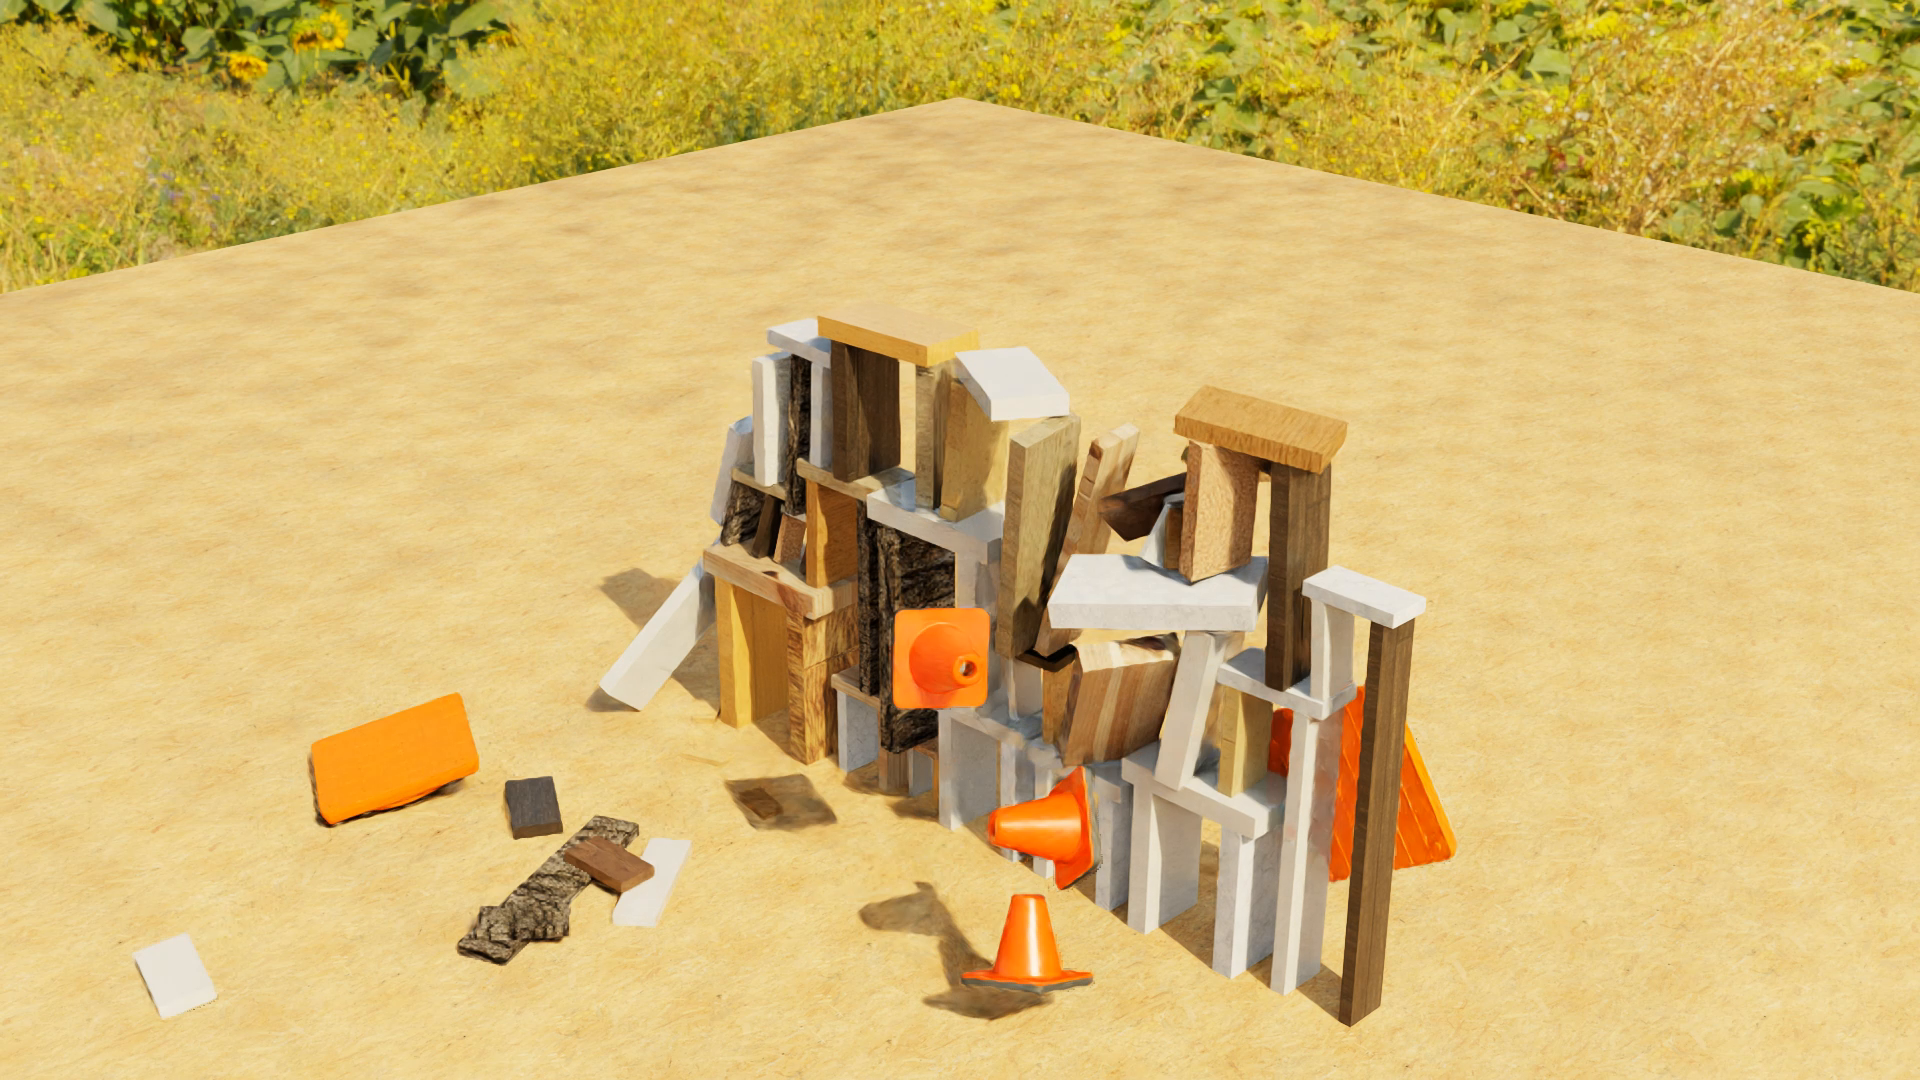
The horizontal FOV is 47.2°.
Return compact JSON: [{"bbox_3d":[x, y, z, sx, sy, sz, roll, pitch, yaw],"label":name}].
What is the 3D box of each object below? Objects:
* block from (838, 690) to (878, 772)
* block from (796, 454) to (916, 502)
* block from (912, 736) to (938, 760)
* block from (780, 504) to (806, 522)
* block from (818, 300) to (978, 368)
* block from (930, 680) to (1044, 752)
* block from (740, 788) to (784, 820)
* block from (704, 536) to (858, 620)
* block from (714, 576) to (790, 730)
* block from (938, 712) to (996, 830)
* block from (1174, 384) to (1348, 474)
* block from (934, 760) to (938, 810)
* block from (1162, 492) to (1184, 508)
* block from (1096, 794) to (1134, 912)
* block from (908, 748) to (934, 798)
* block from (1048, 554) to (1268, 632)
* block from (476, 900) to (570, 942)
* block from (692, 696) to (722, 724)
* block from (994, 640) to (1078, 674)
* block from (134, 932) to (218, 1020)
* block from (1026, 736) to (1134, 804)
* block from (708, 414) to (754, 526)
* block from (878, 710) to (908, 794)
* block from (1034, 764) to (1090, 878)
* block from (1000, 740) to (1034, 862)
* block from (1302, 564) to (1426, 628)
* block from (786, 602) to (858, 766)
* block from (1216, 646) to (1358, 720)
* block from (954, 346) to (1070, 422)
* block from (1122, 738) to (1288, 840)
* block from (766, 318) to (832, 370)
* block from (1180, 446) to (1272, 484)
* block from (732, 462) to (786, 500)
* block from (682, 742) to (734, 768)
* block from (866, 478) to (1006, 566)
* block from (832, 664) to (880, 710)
[{"bbox_3d":[-0.213,0.386,4.613,0.026,0.185,0.093,21,31,41],"label":"block"},{"bbox_3d":[-0.204,-0.130,4.394,0.118,0.033,0.236,-21,31,-40],"label":"block"},{"bbox_3d":[-0.055,0.418,4.467,0.056,0.016,0.112,-21,31,-41],"label":"block"},{"bbox_3d":[-0.310,-0.057,4.545,0.118,0.017,0.059,23,30,40],"label":"block"},{"bbox_3d":[-0.119,-0.396,4.190,0.287,0.041,0.144,20,30,38],"label":"block"},{"bbox_3d":[0.076,0.331,4.282,0.255,0.036,0.127,21,31,41],"label":"block"},{"bbox_3d":[-0.405,0.536,4.479,0.050,0.014,0.099,-14,27,-30],"label":"block"},{"bbox_3d":[-0.361,0.067,4.640,0.351,0.050,0.175,21,31,41],"label":"block"},{"bbox_3d":[-0.443,0.220,4.794,0.050,0.351,0.175,21,31,40],"label":"block"},{"bbox_3d":[0.016,0.442,4.394,0.036,0.255,0.127,21,31,41],"label":"block"},{"bbox_3d":[0.488,-0.182,3.568,0.251,0.036,0.126,17,34,21],"label":"block"},{"bbox_3d":[-0.028,0.488,4.467,0.056,0.112,0.016,-21,31,-41],"label":"block"},{"bbox_3d":[0.396,-0.064,3.713,0.051,0.015,0.103,26,-21,-32],"label":"block"},{"bbox_3d":[0.310,0.565,4.122,0.120,0.240,0.034,-21,30,-40],"label":"block"},{"bbox_3d":[-0.081,0.467,4.516,0.016,0.112,0.056,21,31,41],"label":"block"},{"bbox_3d":[0.339,0.088,3.730,0.346,0.049,0.173,0,28,18],"label":"block"},{"bbox_3d":[-0.797,0.697,4.018,0.164,0.023,0.082,-3,23,-7],"label":"block"},{"bbox_3d":[-0.553,0.377,4.855,0.049,0.014,0.099,4,23,8],"label":"block"},{"bbox_3d":[0.143,0.205,4.125,0.147,0.021,0.073,19,34,37],"label":"block"},{"bbox_3d":[-1.390,0.770,3.894,0.097,0.027,0.193,-21,30,-25],"label":"block"},{"bbox_3d":[0.252,0.416,4.120,0.120,0.034,0.240,-21,30,-39],"label":"block"},{"bbox_3d":[-0.457,-0.162,4.710,0.038,0.267,0.134,38,46,20],"label":"block"},{"bbox_3d":[-0.125,0.421,4.532,0.026,0.185,0.093,21,31,41],"label":"block"},{"bbox_3d":[0.196,0.520,4.227,0.120,0.240,0.034,-21,31,-40],"label":"block"},{"bbox_3d":[0.136,0.489,4.283,0.036,0.255,0.127,21,31,41],"label":"block"},{"bbox_3d":[0.653,0.091,3.555,0.089,0.025,0.178,-22,32,-40],"label":"block"},{"bbox_3d":[-0.279,0.284,4.642,0.050,0.351,0.175,21,31,41],"label":"block"},{"bbox_3d":[0.553,0.241,3.727,0.212,0.030,0.106,19,30,37],"label":"block"},{"bbox_3d":[0.090,-0.282,3.943,0.139,0.039,0.278,-5,23,-12],"label":"block"},{"bbox_3d":[0.452,0.432,3.912,0.151,0.043,0.301,-22,31,-40],"label":"block"},{"bbox_3d":[-0.277,-0.391,4.363,0.109,0.031,0.218,-18,29,-35],"label":"block"},{"bbox_3d":[0.467,-0.132,3.771,0.103,0.029,0.206,26,-9,-16],"label":"block"},{"bbox_3d":[-0.390,-0.127,4.585,0.167,0.024,0.083,21,31,39],"label":"block"},{"bbox_3d":[-0.536,0.457,4.667,0.099,0.014,0.050,10,25,23],"label":"block"},{"bbox_3d":[-0.007,-0.043,4.211,0.165,0.047,0.330,-21,31,-40],"label":"block"},{"bbox_3d":[-0.169,0.306,4.531,0.093,0.026,0.185,-21,31,-40],"label":"block"}]
